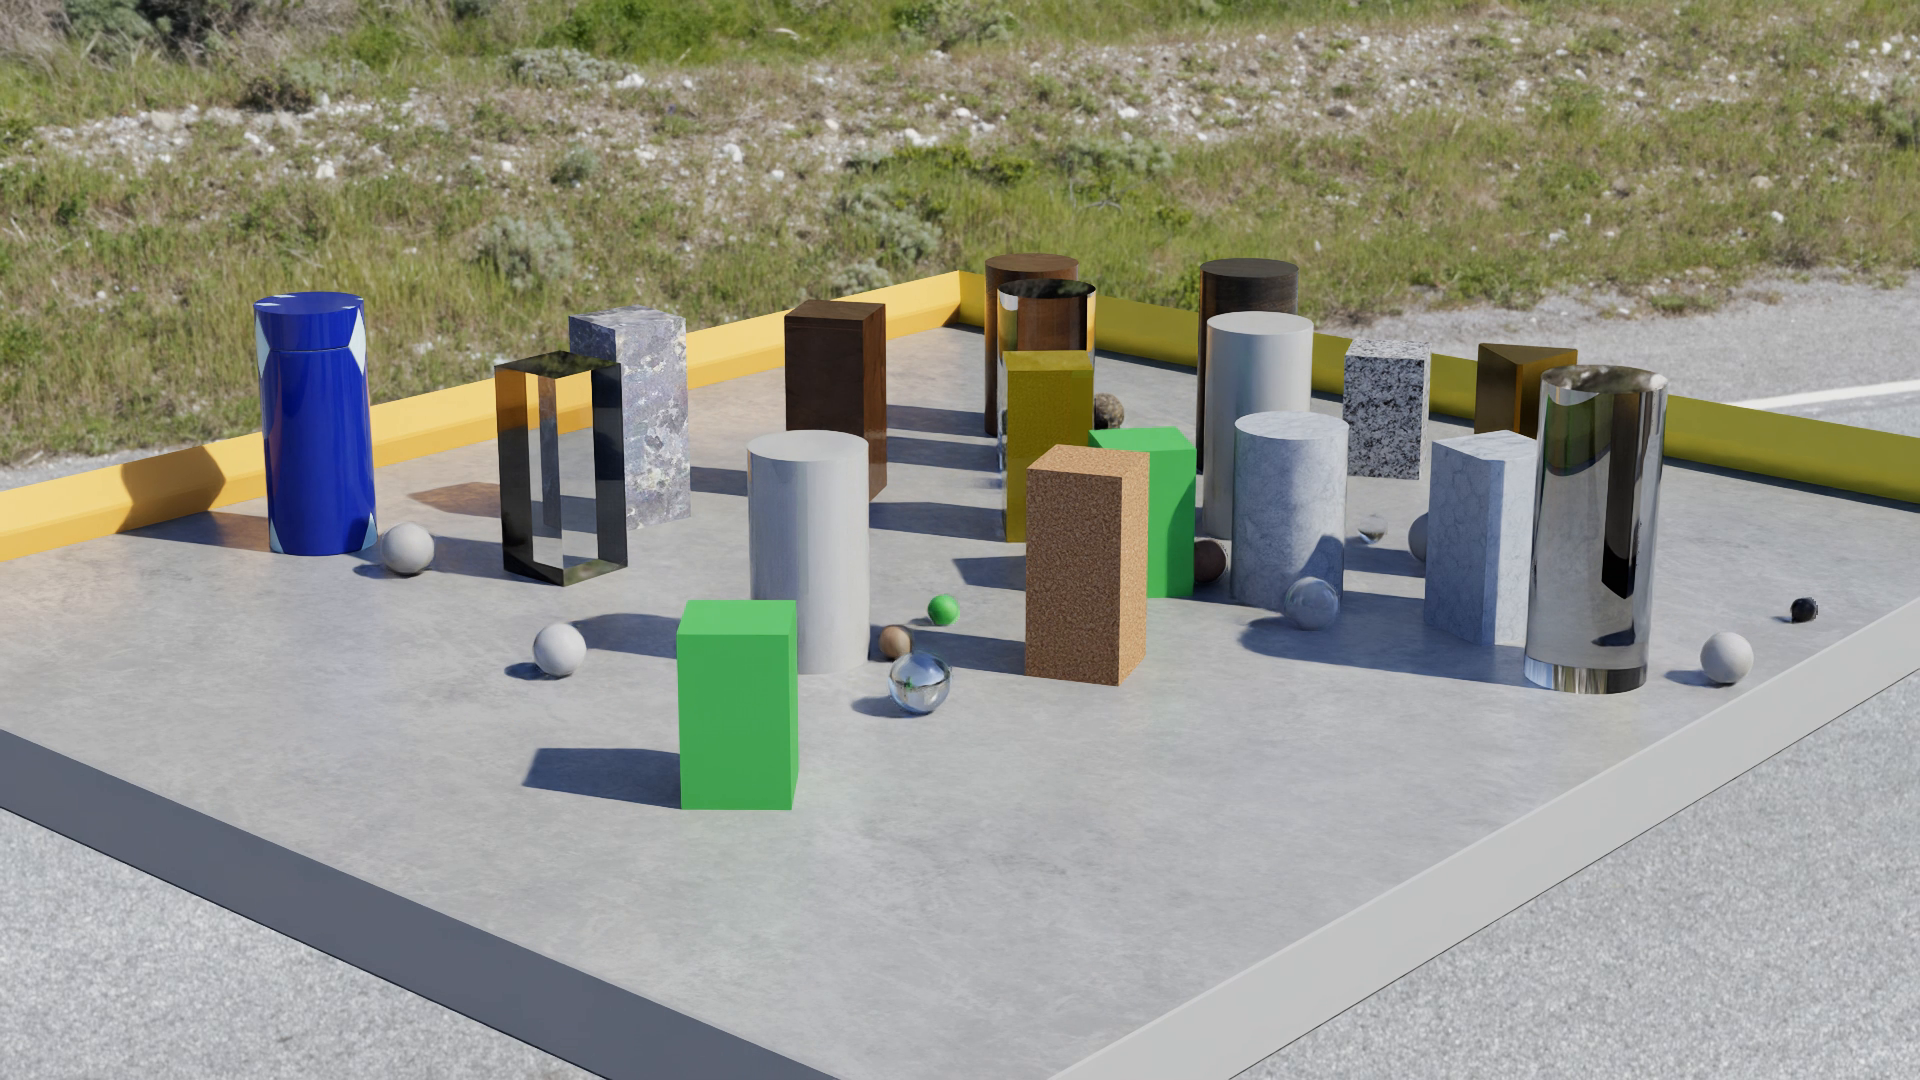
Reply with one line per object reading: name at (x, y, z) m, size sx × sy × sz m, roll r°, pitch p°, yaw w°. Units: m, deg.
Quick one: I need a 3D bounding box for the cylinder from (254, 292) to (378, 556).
cylinder at (-1.181, -0.214, 5.379) m, size 0.196 × 0.451 × 0.196 m, roll 0°, pitch 17°, yaw 0°

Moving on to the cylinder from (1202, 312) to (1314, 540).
cylinder at (0.554, -0.212, 5.471) m, size 0.196 × 0.395 × 0.196 m, roll 0°, pitch 17°, yaw 0°

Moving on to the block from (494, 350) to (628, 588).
block at (-0.709, -0.129, 5.225) m, size 0.157 × 0.377 × 0.157 m, roll 13°, pitch 21°, yaw 38°

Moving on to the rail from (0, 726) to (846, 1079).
rail at (-1.067, 0.387, 3.943) m, size 2.877 × 0.127 × 0.045 m, roll 14°, pitch 22°, yaw 39°

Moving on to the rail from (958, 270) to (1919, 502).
rail at (1.067, -0.323, 6.297) m, size 2.877 × 0.127 × 0.045 m, roll 14°, pitch 22°, yaw 39°

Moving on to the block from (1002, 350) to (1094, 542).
block at (0.162, -0.175, 5.463) m, size 0.157 × 0.328 × 0.157 m, roll -1°, pitch 17°, yaw -2°

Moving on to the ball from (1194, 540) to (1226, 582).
ball at (0.433, 0.037, 5.193) m, size 0.077 × 0.077 × 0.077 m, roll 0°, pitch 17°, yaw 0°

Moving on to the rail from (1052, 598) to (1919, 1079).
rail at (1.068, 0.300, 4.232) m, size 0.045 × 0.127 × 3.303 m, roll 14°, pitch 22°, yaw 39°

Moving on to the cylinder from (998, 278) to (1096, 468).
cylinder at (0.173, -0.328, 5.910) m, size 0.196 × 0.364 × 0.196 m, roll 0°, pitch 17°, yaw 0°

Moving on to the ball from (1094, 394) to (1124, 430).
ball at (0.303, -0.266, 6.180) m, size 0.088 × 0.088 × 0.088 m, roll 0°, pitch 17°, yaw 0°

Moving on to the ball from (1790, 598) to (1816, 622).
ball at (1.434, 0.118, 4.987) m, size 0.041 × 0.041 × 0.041 m, roll 0°, pitch 17°, yaw 0°

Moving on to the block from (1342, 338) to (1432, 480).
block at (0.858, -0.264, 5.901) m, size 0.157 × 0.246 × 0.157 m, roll 4°, pitch 17°, yaw 13°

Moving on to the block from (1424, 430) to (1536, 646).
block at (0.896, -0.005, 4.920) m, size 0.157 × 0.316 × 0.157 m, roll -9°, pitch 19°, yaw -27°

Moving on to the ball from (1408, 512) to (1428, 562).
ball at (0.857, -0.003, 5.295) m, size 0.096 × 0.096 × 0.096 m, roll 0°, pitch 17°, yaw 0°

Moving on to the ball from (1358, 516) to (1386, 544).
ball at (0.764, -0.020, 5.427) m, size 0.052 × 0.052 × 0.052 m, roll 0°, pitch 17°, yaw 0°

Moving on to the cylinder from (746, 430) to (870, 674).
cylinder at (-0.245, 0.018, 4.772) m, size 0.196 × 0.357 × 0.196 m, roll 0°, pitch 17°, yaw 0°

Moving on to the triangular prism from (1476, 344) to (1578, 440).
triangular prism at (0.976, -0.142, 5.221) m, size 0.170 × 0.403 × 0.147 m, roll -16°, pitch 23°, yaw -42°

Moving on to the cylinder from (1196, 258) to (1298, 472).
cylinder at (0.575, -0.346, 5.891) m, size 0.196 × 0.409 × 0.196 m, roll 0°, pitch 17°, yaw 0°

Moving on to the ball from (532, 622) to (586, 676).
ball at (-0.645, 0.176, 4.717) m, size 0.086 × 0.086 × 0.086 m, roll 0°, pitch 17°, yaw 0°

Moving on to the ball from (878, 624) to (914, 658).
ball at (-0.106, 0.166, 4.800) m, size 0.058 × 0.058 × 0.058 m, roll 0°, pitch 17°, yaw 0°

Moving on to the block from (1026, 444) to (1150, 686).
block at (0.205, 0.039, 4.720) m, size 0.157 × 0.347 × 0.157 m, roll 6°, pitch 18°, yaw 18°

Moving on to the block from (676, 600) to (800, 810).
block at (-0.317, 0.236, 4.212) m, size 0.157 × 0.263 × 0.157 m, roll 0°, pitch 17°, yaw 1°

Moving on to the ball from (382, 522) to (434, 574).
ball at (-0.986, 0.015, 5.237) m, size 0.094 × 0.094 × 0.094 m, roll 0°, pitch 17°, yaw 0°

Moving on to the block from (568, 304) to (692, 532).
block at (-0.624, -0.232, 5.549) m, size 0.157 × 0.388 × 0.157 m, roll -14°, pitch 22°, yaw -38°

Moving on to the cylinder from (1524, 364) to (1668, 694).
cylinder at (1.009, -0.018, 4.662) m, size 0.196 × 0.490 × 0.196 m, roll 0°, pitch 17°, yaw 0°

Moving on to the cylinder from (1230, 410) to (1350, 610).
cylinder at (0.572, -0.053, 5.096) m, size 0.196 × 0.305 × 0.196 m, roll 0°, pitch 17°, yaw 0°

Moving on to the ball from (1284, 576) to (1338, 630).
ball at (0.592, 0.107, 4.941) m, size 0.089 × 0.089 × 0.089 m, roll 0°, pitch 17°, yaw 0°

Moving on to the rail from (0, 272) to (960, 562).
rail at (-1.068, -0.236, 6.008) m, size 0.045 × 0.127 × 3.303 m, roll 14°, pitch 22°, yaw 39°

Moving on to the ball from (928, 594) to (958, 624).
ball at (-0.029, 0.118, 4.969) m, size 0.051 × 0.051 × 0.051 m, roll 0°, pitch 17°, yaw 0°

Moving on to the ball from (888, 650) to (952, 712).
ball at (-0.063, 0.219, 4.553) m, size 0.098 × 0.098 × 0.098 m, roll 0°, pitch 17°, yaw 0°

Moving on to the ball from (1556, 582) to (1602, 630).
ball at (1.039, 0.110, 4.942) m, size 0.082 × 0.082 × 0.082 m, roll 0°, pitch 17°, yaw 0°

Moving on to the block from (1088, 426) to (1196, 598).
block at (0.317, -0.048, 5.149) m, size 0.157 × 0.266 × 0.157 m, roll -3°, pitch 17°, yaw -9°

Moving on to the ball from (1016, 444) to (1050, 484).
ball at (0.153, -0.146, 5.787) m, size 0.086 × 0.086 × 0.086 m, roll 0°, pitch 17°, yaw 0°

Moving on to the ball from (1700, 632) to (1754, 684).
ball at (1.225, 0.188, 4.685) m, size 0.082 × 0.082 × 0.082 m, roll 0°, pitch 17°, yaw 0°

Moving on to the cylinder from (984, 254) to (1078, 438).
cylinder at (0.150, -0.408, 6.177) m, size 0.196 × 0.361 × 0.196 m, roll 0°, pitch 17°, yaw 0°

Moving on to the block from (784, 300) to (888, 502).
block at (-0.240, -0.268, 5.702) m, size 0.157 × 0.368 × 0.157 m, roll 4°, pitch 17°, yaw 14°
